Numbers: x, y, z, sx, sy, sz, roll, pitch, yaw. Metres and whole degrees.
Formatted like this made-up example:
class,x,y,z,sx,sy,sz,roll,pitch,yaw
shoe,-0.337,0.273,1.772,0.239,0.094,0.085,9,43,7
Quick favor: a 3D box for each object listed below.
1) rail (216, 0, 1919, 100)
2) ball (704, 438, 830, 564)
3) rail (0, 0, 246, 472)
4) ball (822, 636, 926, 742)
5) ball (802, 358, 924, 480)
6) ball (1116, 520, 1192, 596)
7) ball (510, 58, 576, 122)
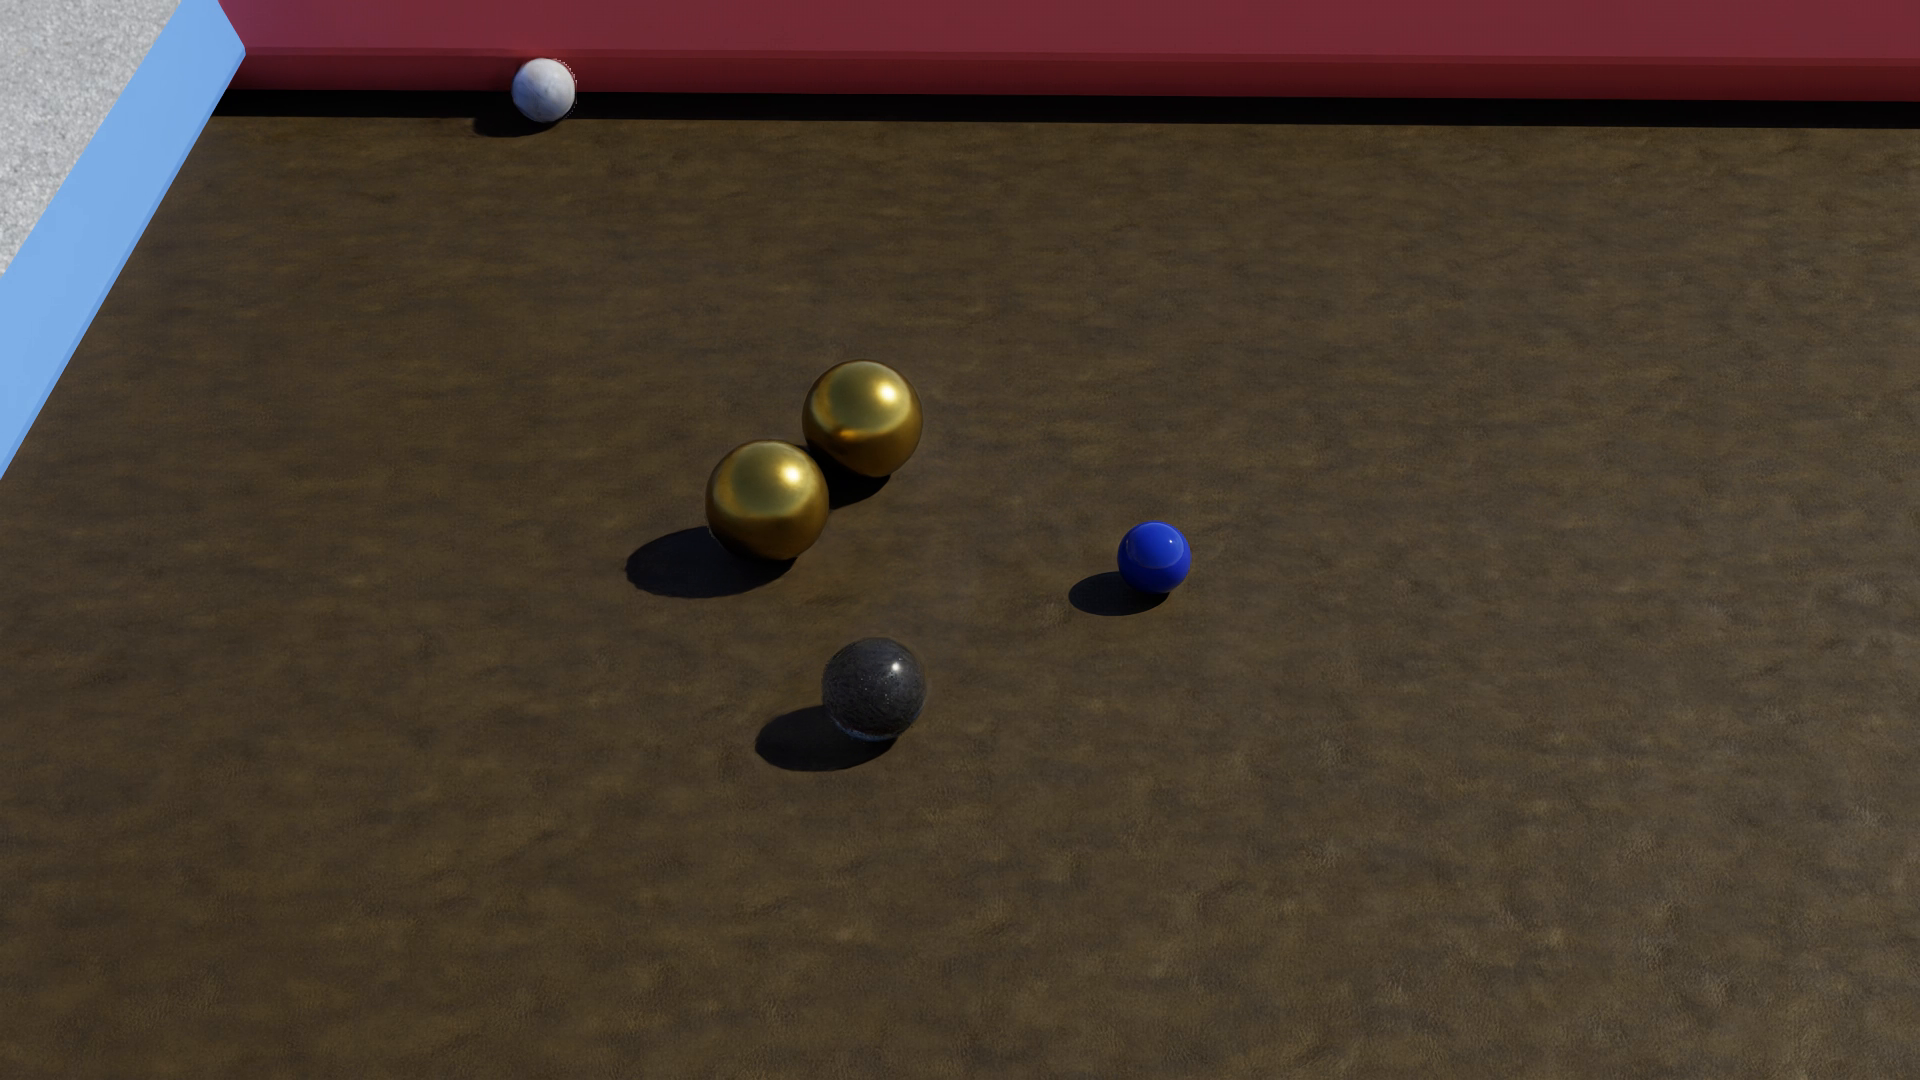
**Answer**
class,x,y,z,sx,sy,sz,roll,pitch,yaw
rail,0.746,-0.461,2.419,2.932,0.118,0.045,1,35,1
ball,-0.138,-0.028,1.833,0.089,0.089,0.089,0,35,0
rail,-0.709,-0.025,1.802,0.045,0.118,1.606,1,35,1
ball,-0.056,0.097,1.674,0.069,0.069,0.069,0,35,0
ball,-0.073,-0.090,1.919,0.091,0.091,0.091,0,35,0
ball,0.137,0.013,1.808,0.053,0.053,0.053,0,35,0
ball,-0.393,-0.424,2.419,0.060,0.060,0.060,0,35,0
